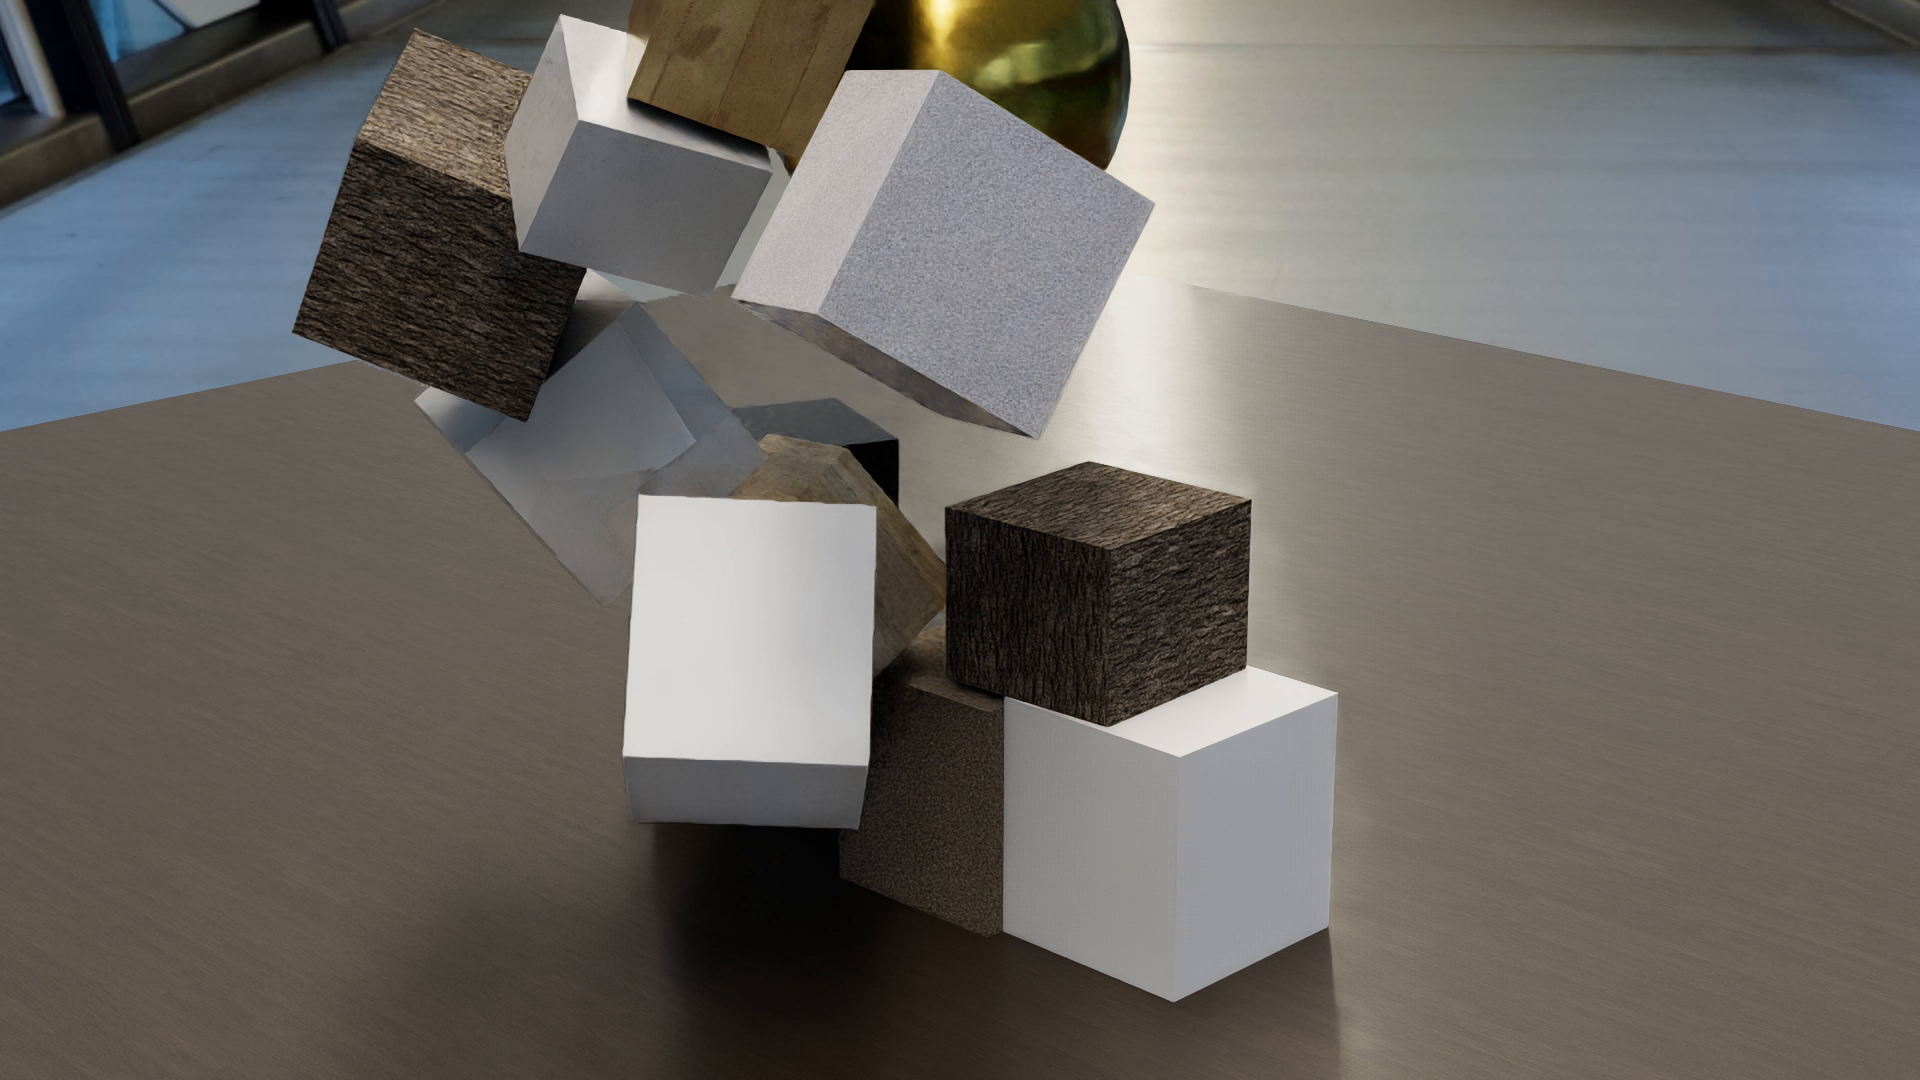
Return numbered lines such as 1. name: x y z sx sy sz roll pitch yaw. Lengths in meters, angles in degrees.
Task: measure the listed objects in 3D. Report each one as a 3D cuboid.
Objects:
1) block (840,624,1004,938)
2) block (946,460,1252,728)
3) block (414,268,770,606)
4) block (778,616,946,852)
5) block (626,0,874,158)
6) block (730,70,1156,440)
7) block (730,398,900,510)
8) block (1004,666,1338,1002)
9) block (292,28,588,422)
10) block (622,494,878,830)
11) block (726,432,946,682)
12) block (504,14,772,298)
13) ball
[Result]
1. block: 0.142 1.029 13.318 0.936 1.051 1.025 16 24 41
2. block: 0.598 0.212 12.717 0.908 0.777 0.968 15 23 39
3. block: -1.677 -0.504 13.262 0.988 0.957 1.059 -43 26 -6
4. block: -0.386 0.904 14.059 0.977 0.846 0.830 -17 24 -42
5. block: -0.799 -2.137 11.418 0.732 0.870 0.752 18 30 -17
6. block: -0.070 -1.009 10.253 0.930 0.914 0.841 28 -4 -25
7. block: -0.832 -0.097 14.046 0.831 0.919 0.834 -7 19 -22
8. block: 0.906 1.188 12.735 0.987 1.097 1.043 17 24 42
9. block: -2.067 -1.333 12.385 1.030 0.986 1.026 21 34 -9
10. block: -0.817 0.495 11.504 0.913 1.036 0.950 3 -20 -4
11. block: -0.735 0.180 12.969 0.923 0.844 0.865 -46 23 -15
12. block: -1.294 -1.524 11.683 0.807 0.653 0.719 12 39 -25
13. ball: -0.059 -1.995 12.652 1.600 1.600 1.600 0 17 0
